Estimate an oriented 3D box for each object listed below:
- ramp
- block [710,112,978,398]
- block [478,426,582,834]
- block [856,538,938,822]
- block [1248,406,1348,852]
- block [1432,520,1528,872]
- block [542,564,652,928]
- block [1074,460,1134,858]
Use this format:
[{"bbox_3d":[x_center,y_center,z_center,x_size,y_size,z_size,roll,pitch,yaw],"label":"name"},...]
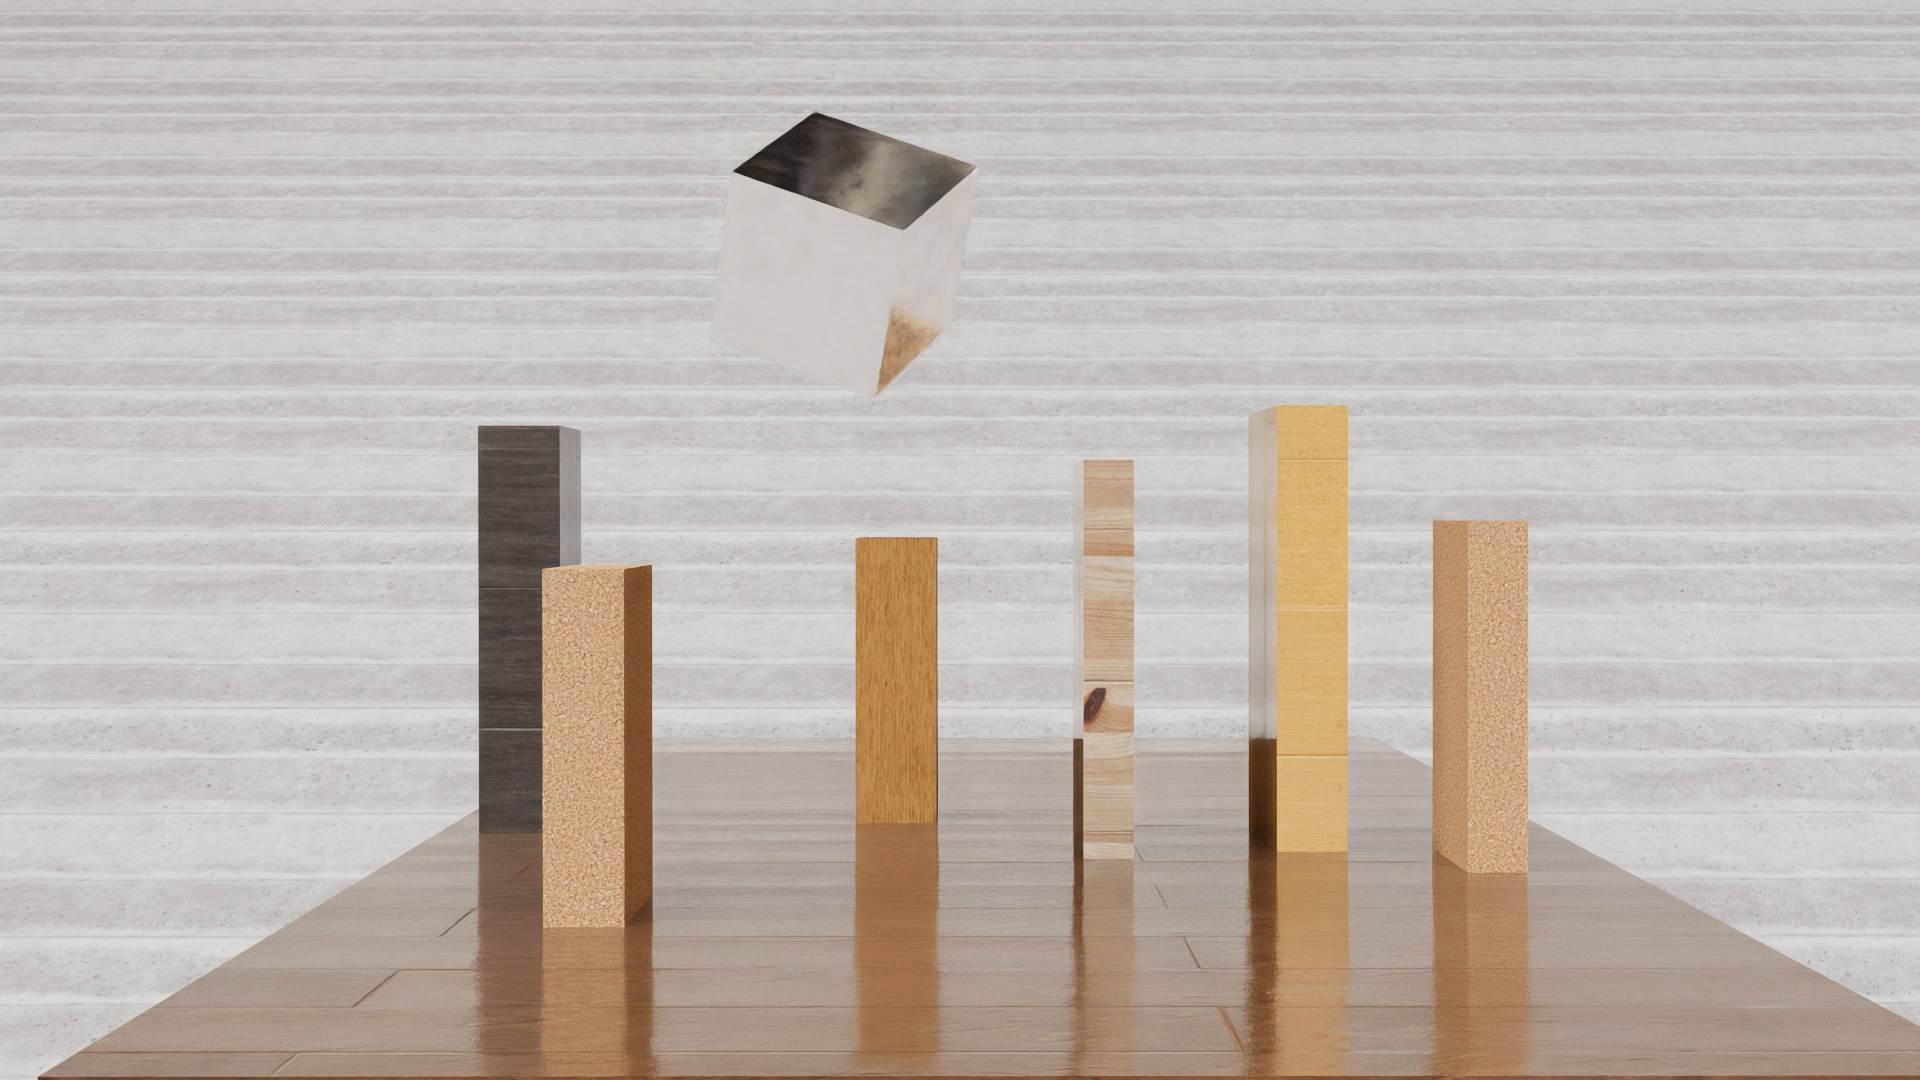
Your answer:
[{"bbox_3d":[0.064,0.575,4.618,2.000,0.100,4.000,0,1,0],"label":"ramp"},{"bbox_3d":[-0.122,-0.306,2.744,0.195,0.195,0.195,21,34,15],"label":"block"},{"bbox_3d":[-0.788,0.159,4.751,0.146,0.730,0.262,0,1,0],"label":"block"},{"bbox_3d":[-0.118,0.259,4.927,0.150,0.526,0.296,0,1,0],"label":"block"},{"bbox_3d":[0.595,0.148,4.579,0.119,0.754,0.425,0,1,0],"label":"block"},{"bbox_3d":[0.855,0.248,4.260,0.096,0.560,0.304,0,1,0],"label":"block"},{"bbox_3d":[-0.520,0.286,3.730,0.113,0.495,0.331,0,1,0],"label":"block"},{"bbox_3d":[0.246,0.196,4.462,0.084,0.660,0.377,0,1,0],"label":"block"}]
